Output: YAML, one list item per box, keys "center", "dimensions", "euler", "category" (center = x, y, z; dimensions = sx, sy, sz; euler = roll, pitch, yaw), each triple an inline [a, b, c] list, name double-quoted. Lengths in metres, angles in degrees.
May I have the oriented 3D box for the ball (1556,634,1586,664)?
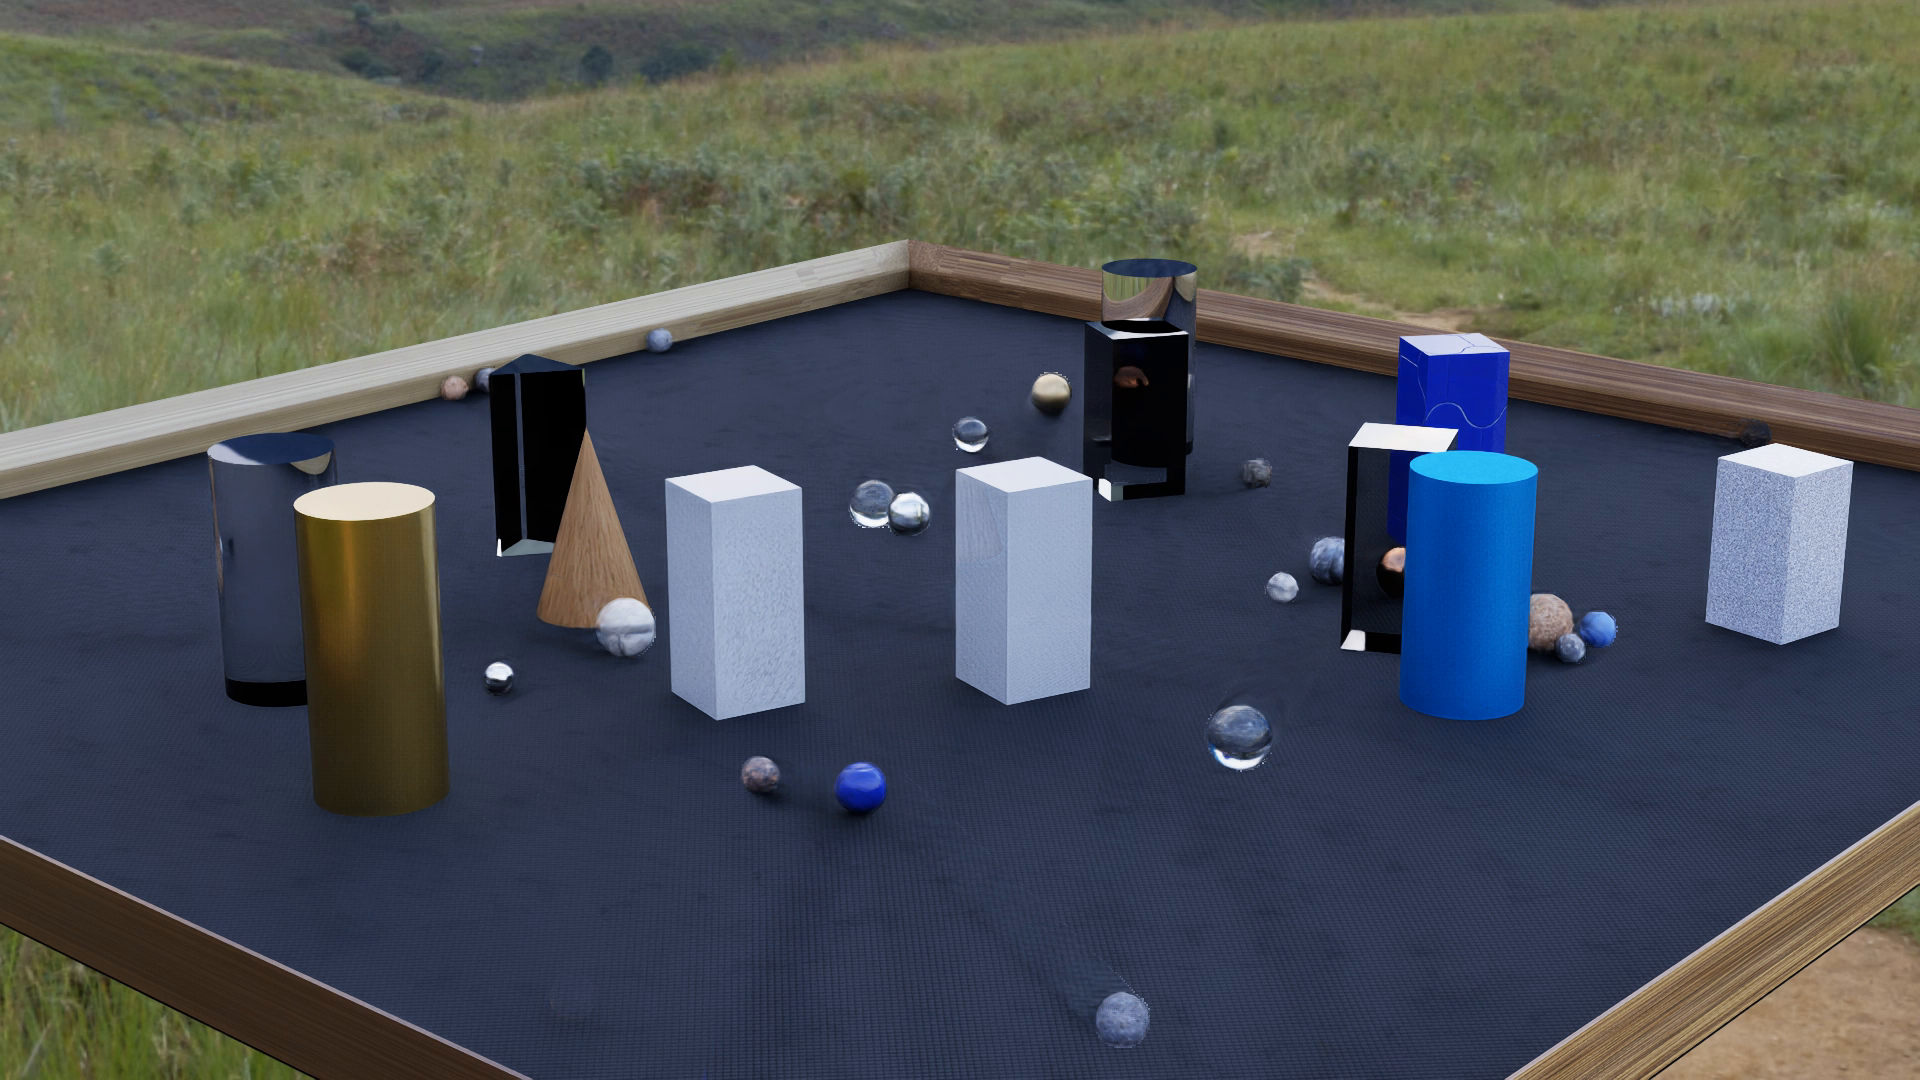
- center: [0.995, 0.177, 4.779]
  dimensions: [0.048, 0.048, 0.048]
  euler: [0, 17, 0]
  category: "ball"

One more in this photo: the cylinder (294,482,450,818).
- center: [-0.835, 0.155, 4.177]
  dimensions: [0.194, 0.438, 0.194]
  euler: [0, 17, 0]
  category: "cylinder"

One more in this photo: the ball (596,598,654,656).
- center: [-0.549, 0.143, 4.807]
  dimensions: [0.097, 0.097, 0.097]
  euler: [0, 17, 0]
  category: "ball"

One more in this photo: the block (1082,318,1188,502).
- center: [0.343, -0.258, 5.743]
  dimensions: [0.156, 0.322, 0.156]
  euler: [-5, 18, -17]
  category: "block"

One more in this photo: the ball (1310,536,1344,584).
- center: [0.660, 0.036, 5.184]
  dimensions: [0.084, 0.084, 0.084]
  euler: [0, 17, 0]
  category: "ball"

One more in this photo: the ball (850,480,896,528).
- center: [-0.163, -0.068, 5.520]
  dimensions: [0.089, 0.089, 0.089]
  euler: [0, 17, 0]
  category: "ball"

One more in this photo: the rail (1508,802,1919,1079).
- center: [1.344, 0.369, 4.003]
  dimensions: [0.045, 0.126, 3.744]
  euler: [14, 22, 39]
  category: "rail"

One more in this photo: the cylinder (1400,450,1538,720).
- center: [0.790, 0.069, 4.564]
  dimensions: [0.194, 0.378, 0.194]
  euler: [0, 17, 0]
  category: "cylinder"

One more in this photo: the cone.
- center: [-0.631, -0.035, 4.999]
  dimensions: [0.194, 0.326, 0.194]
  euler: [0, 17, 0]
  category: "cone"

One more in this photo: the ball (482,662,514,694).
- center: [-0.729, 0.219, 4.636]
  dimensions: [0.050, 0.050, 0.050]
  euler: [0, 17, 0]
  category: "ball"

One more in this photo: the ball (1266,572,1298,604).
- center: [0.558, 0.083, 5.081]
  dimensions: [0.053, 0.053, 0.053]
  euler: [0, 17, 0]
  category: "ball"

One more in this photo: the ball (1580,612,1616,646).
- center: [1.056, 0.147, 4.859]
  dimensions: [0.058, 0.058, 0.058]
  euler: [0, 17, 0]
  category: "ball"

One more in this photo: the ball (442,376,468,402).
- center: [-1.111, -0.333, 6.458]
  dimensions: [0.055, 0.055, 0.055]
  euler: [0, 17, 0]
  category: "ball"

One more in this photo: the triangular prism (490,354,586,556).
- center: [-0.779, -0.160, 5.390]
  dimensions: [0.168, 0.340, 0.146]
  euler: [-4, 17, -15]
  category: "triangular prism"

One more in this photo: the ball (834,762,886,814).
- center: [-0.142, 0.352, 4.157]
  dimensions: [0.072, 0.072, 0.072]
  euler: [0, 17, 0]
  category: "ball"

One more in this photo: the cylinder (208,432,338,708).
- center: [-1.071, 0.045, 4.617]
  dimensions: [0.194, 0.393, 0.194]
  euler: [0, 17, 0]
  category: "cylinder"

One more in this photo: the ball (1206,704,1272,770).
- center: [0.412, 0.290, 4.318]
  dimensions: [0.097, 0.097, 0.097]
  euler: [0, 17, 0]
  category: "ball"

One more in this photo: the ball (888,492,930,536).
- center: [-0.095, -0.048, 5.468]
  dimensions: [0.081, 0.081, 0.081]
  euler: [0, 17, 0]
  category: "ball"

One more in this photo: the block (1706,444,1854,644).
- center: [1.377, 0.005, 4.932]
  dimensions: [0.156, 0.289, 0.156]
  euler: [-13, 21, -36]
  category: "block"

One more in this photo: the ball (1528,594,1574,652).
- center: [0.961, 0.136, 4.830]
  dimensions: [0.097, 0.097, 0.097]
  euler: [0, 17, 0]
  category: "ball"

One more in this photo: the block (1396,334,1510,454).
- center: [0.907, -0.186, 5.434]
  dimensions: [0.156, 0.363, 0.156]
  euler: [-3, 17, -11]
  category: "block"

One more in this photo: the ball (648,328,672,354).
- center: [-0.706, -0.468, 6.897]
  dimensions: [0.059, 0.059, 0.059]
  euler: [0, 17, 0]
  category: "ball"

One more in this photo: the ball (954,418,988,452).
- center: [0.023, -0.216, 6.043]
  dimensions: [0.069, 0.069, 0.069]
  euler: [0, 17, 0]
  category: "ball"

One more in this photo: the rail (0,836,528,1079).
- center: [-1.212, 0.435, 3.784]
  dimensions: [3.608, 0.126, 0.045]
  euler: [14, 22, 39]
  category: "rail"

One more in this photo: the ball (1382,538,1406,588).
- center: [0.787, 0.041, 5.152]
  dimensions: [0.092, 0.092, 0.092]
  euler: [0, 17, 0]
  category: "ball"

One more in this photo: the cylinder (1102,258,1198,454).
- center: [0.386, -0.372, 6.023]
  dimensions: [0.194, 0.380, 0.194]
  euler: [0, 17, 0]
  category: "cylinder"

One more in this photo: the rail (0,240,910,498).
- center: [-1.344, -0.305, 6.238]
  dimensions: [0.045, 0.126, 3.744]
  euler: [14, 22, 39]
  category: "rail"

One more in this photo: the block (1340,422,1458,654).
- center: [0.727, -0.001, 4.851]
  dimensions: [0.156, 0.347, 0.156]
  euler: [5, 18, 16]
  category: "block"

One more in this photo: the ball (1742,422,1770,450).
- center: [1.647, -0.215, 6.063]
  dimensions: [0.056, 0.056, 0.056]
  euler: [0, 17, 0]
  category: "ball"

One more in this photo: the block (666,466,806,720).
- center: [-0.350, 0.080, 4.576]
  dimensions: [0.156, 0.350, 0.156]
  euler: [-10, 20, -30]
  category: "block"

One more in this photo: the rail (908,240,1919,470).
- center: [1.212, -0.371, 6.456]
  dimensions: [3.608, 0.126, 0.045]
  euler: [14, 22, 39]
  category: "rail"

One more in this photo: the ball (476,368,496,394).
- center: [-1.049, -0.354, 6.523]
  dimensions: [0.056, 0.056, 0.056]
  euler: [0, 17, 0]
  category: "ball"

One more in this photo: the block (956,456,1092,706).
- center: [0.100, 0.062, 4.642]
  dimensions: [0.156, 0.346, 0.156]
  euler: [-10, 19, -30]
  category: "block"

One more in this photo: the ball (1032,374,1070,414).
- center: [0.197, -0.316, 6.345]
  dimensions: [0.086, 0.086, 0.086]
  euler: [0, 17, 0]
  category: "ball"

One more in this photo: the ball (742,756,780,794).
- center: [-0.287, 0.340, 4.230]
  dimensions: [0.053, 0.053, 0.053]
  euler: [0, 17, 0]
  category: "ball"

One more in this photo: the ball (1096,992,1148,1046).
- center: [0.192, 0.566, 3.463]
  dimensions: [0.062, 0.062, 0.062]
  euler: [0, 17, 0]
  category: "ball"

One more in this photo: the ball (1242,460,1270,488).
- center: [0.583, -0.130, 5.779]
  dimensions: [0.058, 0.058, 0.058]
  euler: [0, 17, 0]
  category: "ball"
